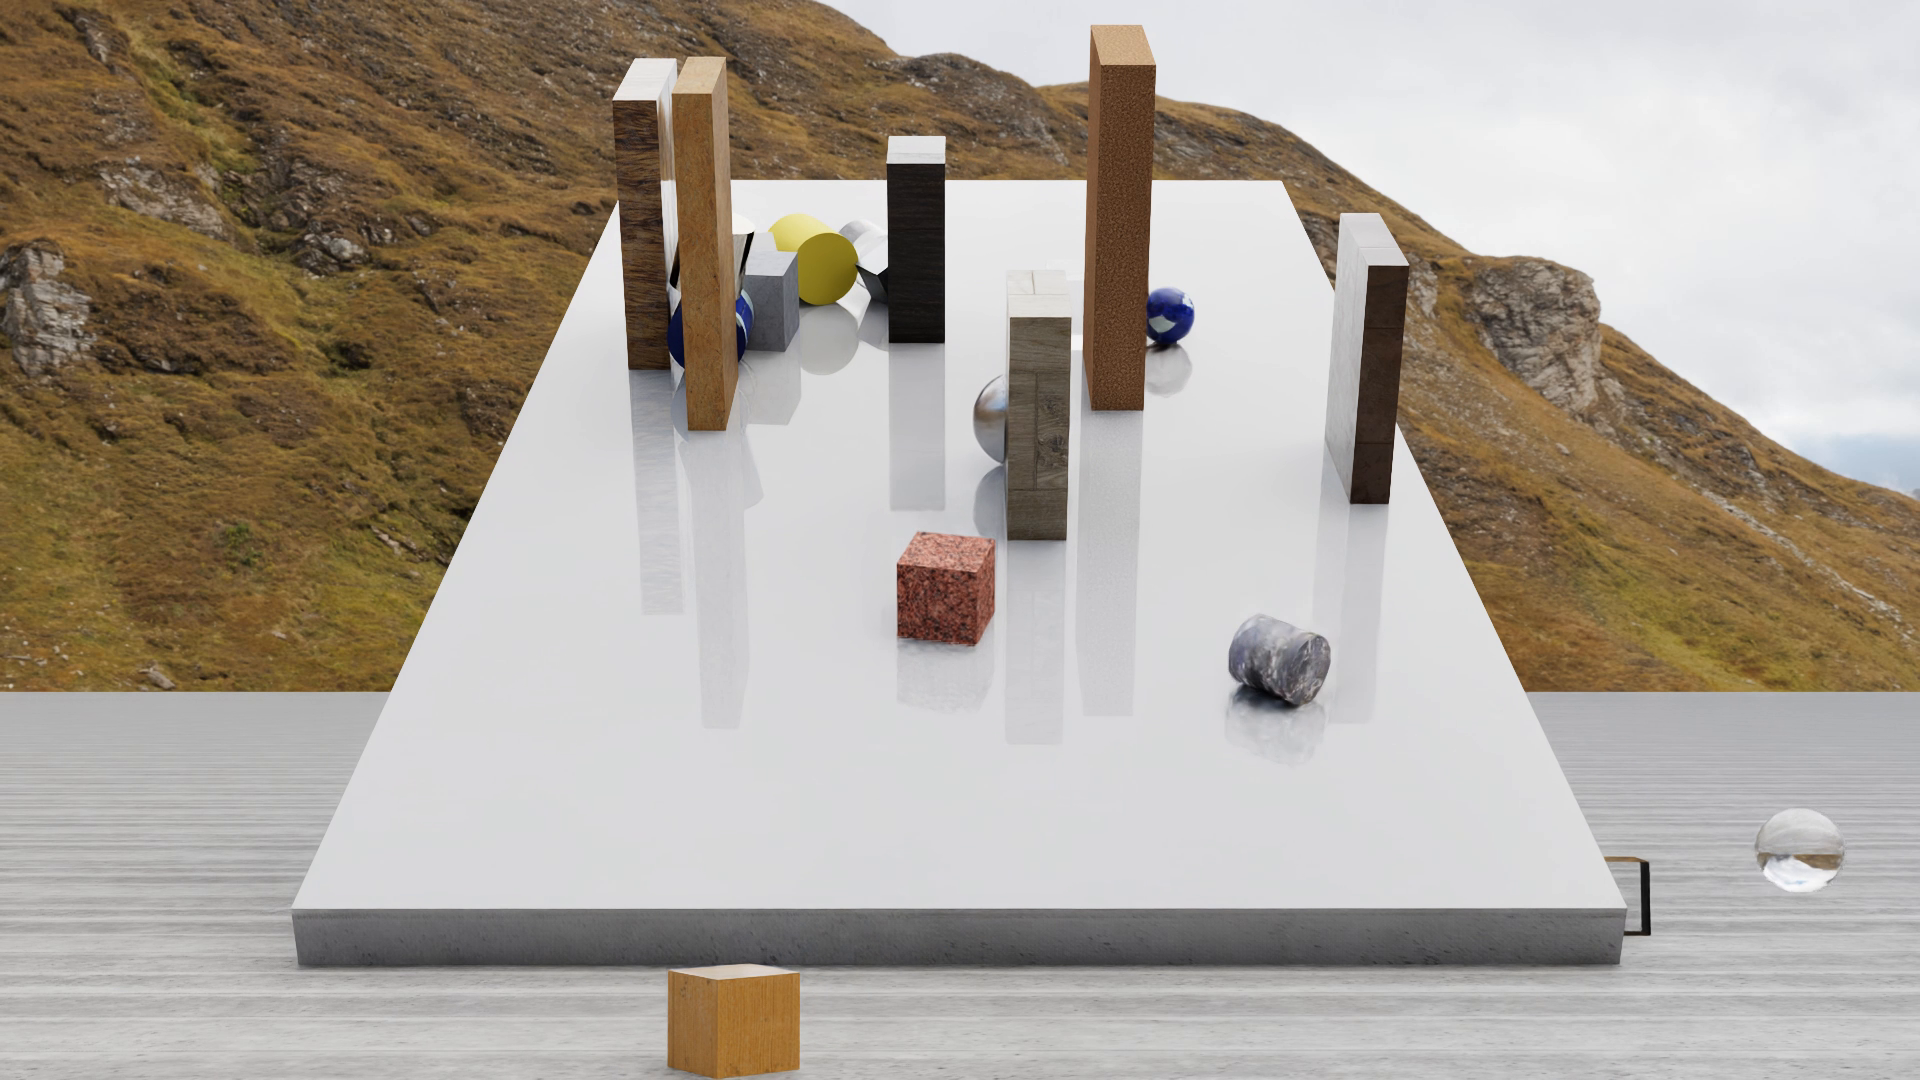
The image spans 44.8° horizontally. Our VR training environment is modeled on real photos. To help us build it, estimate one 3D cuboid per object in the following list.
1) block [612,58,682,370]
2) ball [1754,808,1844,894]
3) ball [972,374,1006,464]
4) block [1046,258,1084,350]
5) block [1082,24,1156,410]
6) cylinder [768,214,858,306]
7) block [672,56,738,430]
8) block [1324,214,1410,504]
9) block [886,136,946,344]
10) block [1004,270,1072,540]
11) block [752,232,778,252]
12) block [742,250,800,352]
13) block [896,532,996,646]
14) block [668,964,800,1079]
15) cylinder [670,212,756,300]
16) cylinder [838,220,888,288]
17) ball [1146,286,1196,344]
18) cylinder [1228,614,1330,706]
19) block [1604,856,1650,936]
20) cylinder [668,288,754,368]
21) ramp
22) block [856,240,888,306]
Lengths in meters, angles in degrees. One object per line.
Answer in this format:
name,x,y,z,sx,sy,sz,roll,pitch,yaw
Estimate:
block,-0.746,-0.795,5.661,0.101,0.655,0.422,0,24,0
ball,1.704,0.631,4.732,0.172,0.172,0.172,0,-4,0
ball,0.130,-0.260,5.027,0.209,0.209,0.209,0,-4,0
block,0.305,-0.586,5.783,0.179,0.179,0.179,0,24,-1
block,0.363,-0.747,5.387,0.120,0.799,0.411,0,24,0
cylinder,-0.392,-0.734,6.088,0.194,0.194,0.194,2,21,-29
block,-0.569,-0.666,5.244,0.085,0.766,0.344,0,24,0
block,0.856,-0.388,4.935,0.082,0.520,0.365,0,24,0
block,-0.107,-0.749,5.805,0.140,0.456,0.255,0,24,0
block,0.155,-0.276,4.742,0.120,0.474,0.297,0,24,0
block,-0.560,-0.672,5.970,0.179,0.179,0.179,-3,25,-8
block,-0.514,-0.595,5.781,0.194,0.194,0.194,3,25,6
block,-0.025,0.089,4.327,0.150,0.150,0.150,6,25,13
block,-0.250,0.530,2.576,0.105,0.105,0.105,3,-4,-37
cylinder,-0.587,-0.677,5.524,0.173,0.173,0.173,13,24,-6
cylinder,-0.235,-0.750,6.166,0.159,0.159,0.159,2,21,-29
ball,0.510,-0.556,5.763,0.143,0.143,0.143,0,-4,0
cylinder,0.560,0.209,4.092,0.128,0.128,0.128,21,11,39
block,1.108,0.610,4.002,0.124,0.124,0.124,0,-4,5
cylinder,-0.598,-0.514,5.608,0.188,0.188,0.188,0,24,2
ramp,-0.008,-0.229,5.331,2.000,0.100,4.000,0,24,0
block,-0.180,-0.690,6.046,0.112,0.112,0.112,-39,38,-16
